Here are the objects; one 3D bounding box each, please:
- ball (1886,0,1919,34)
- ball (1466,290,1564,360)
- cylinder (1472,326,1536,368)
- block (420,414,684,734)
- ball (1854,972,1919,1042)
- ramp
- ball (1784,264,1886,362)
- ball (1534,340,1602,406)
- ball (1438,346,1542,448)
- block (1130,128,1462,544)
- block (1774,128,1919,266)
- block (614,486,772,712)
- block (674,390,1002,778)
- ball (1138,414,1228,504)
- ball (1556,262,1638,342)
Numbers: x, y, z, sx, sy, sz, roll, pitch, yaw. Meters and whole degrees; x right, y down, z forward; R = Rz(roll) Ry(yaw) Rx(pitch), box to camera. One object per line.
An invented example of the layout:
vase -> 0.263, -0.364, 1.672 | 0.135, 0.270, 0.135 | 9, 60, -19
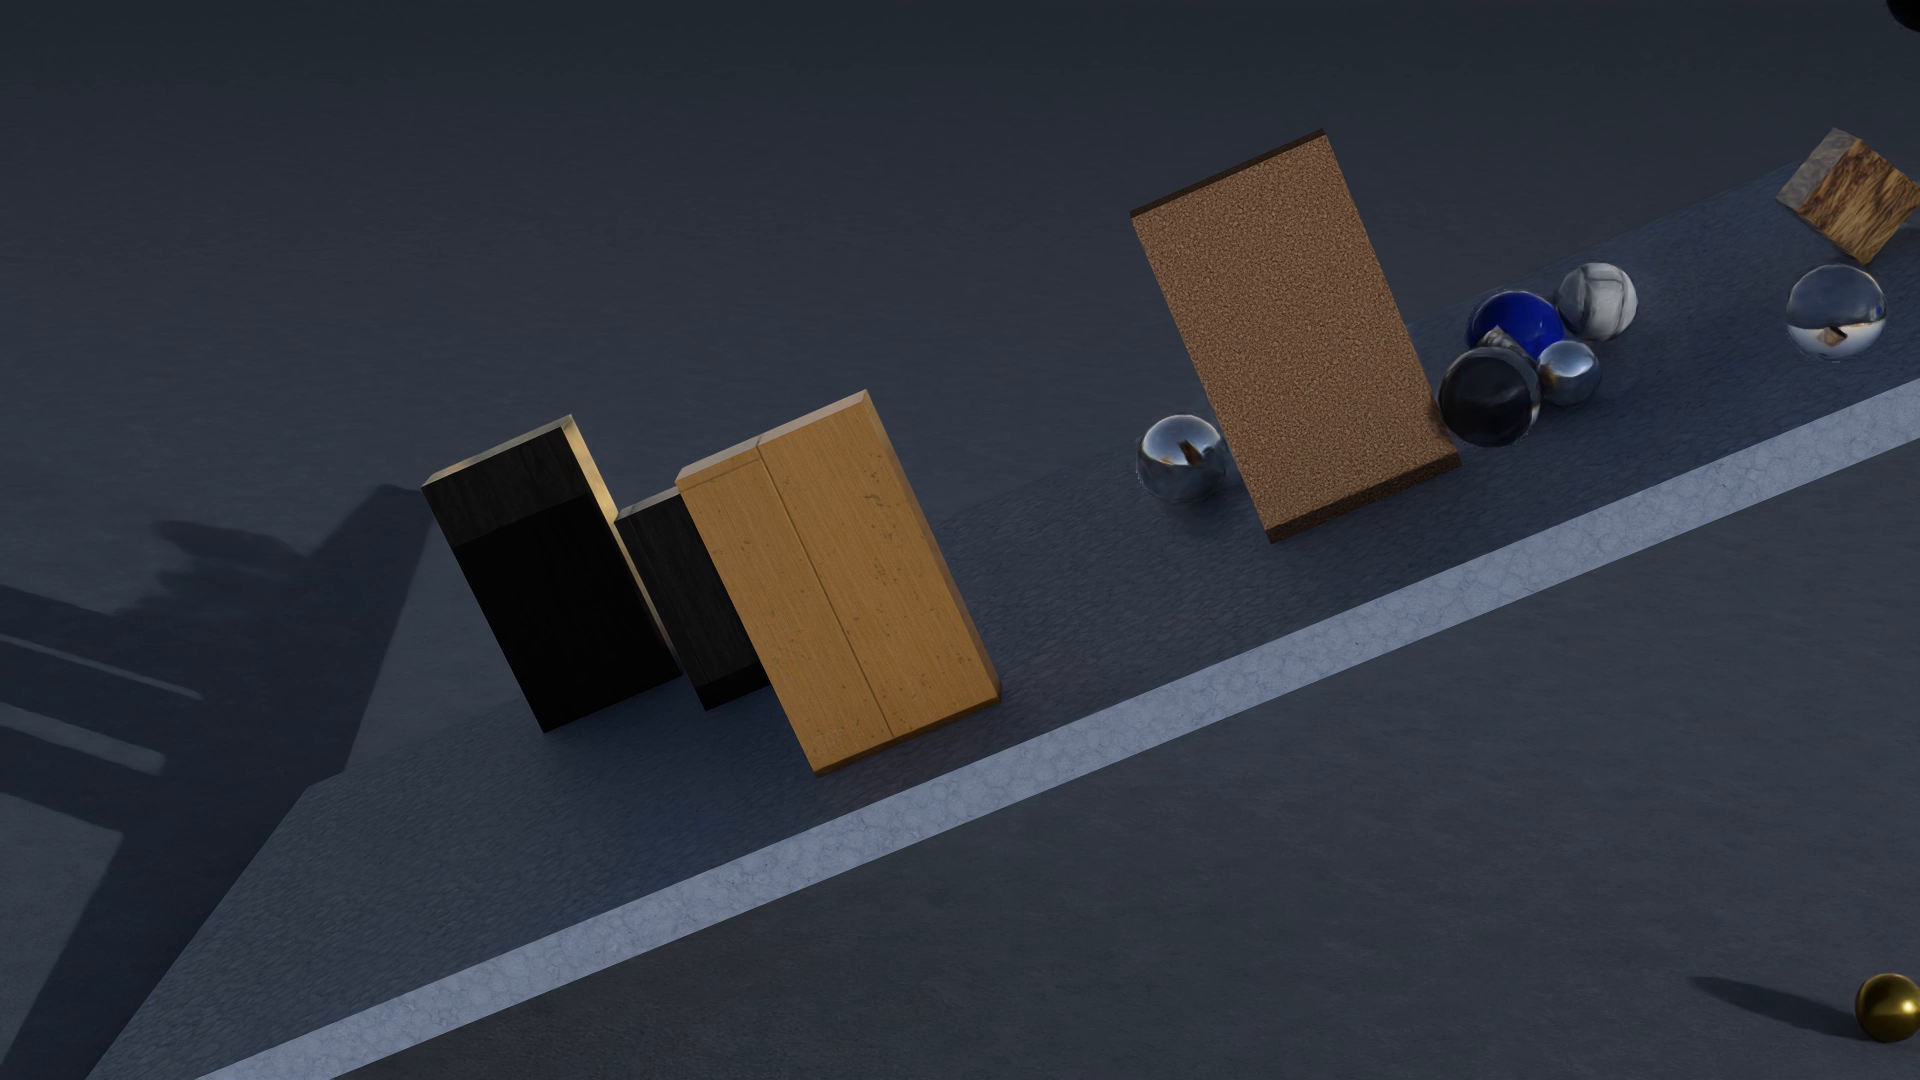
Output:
ball -> 1.876, -1.065, 5.666 | 0.184, 0.184, 0.184 | 0, 15, 0
ball -> 1.150, -0.417, 6.091 | 0.199, 0.199, 0.199 | 0, 15, 0
cylinder -> 1.083, -0.336, 5.918 | 0.137, 0.137, 0.137 | 46, 28, 8
block -> -0.949, 0.081, 6.929 | 0.364, 0.654, 0.135 | -23, 13, 8
ball -> 1.977, 0.993, 6.250 | 0.146, 0.146, 0.146 | 0, 15, 0
ramp -> 0.132, 0.170, 6.284 | 4.000, 0.100, 2.000 | -23, 13, 8
ball -> 1.582, -0.410, 5.314 | 0.177, 0.177, 0.177 | 0, 15, 0
ball -> 1.192, -0.327, 5.770 | 0.131, 0.131, 0.131 | 0, 15, 0
ball -> 1.035, -0.279, 5.743 | 0.200, 0.200, 0.200 | 0, 15, 0
block -> 0.658, -0.394, 5.752 | 0.404, 0.706, 0.097 | -23, 13, 8
block -> 1.787, -0.691, 5.909 | 0.182, 0.182, 0.182 | 37, 12, -8
block -> -0.539, 0.107, 6.480 | 0.255, 0.471, 0.109 | -23, 13, 8
block -> -0.226, 0.086, 5.602 | 0.386, 0.639, 0.109 | -23, 13, 8
ball -> 0.481, -0.174, 6.359 | 0.195, 0.195, 0.195 | 0, 15, 0
ball -> 1.318, -0.492, 6.087 | 0.164, 0.164, 0.164 | 0, 15, 0
